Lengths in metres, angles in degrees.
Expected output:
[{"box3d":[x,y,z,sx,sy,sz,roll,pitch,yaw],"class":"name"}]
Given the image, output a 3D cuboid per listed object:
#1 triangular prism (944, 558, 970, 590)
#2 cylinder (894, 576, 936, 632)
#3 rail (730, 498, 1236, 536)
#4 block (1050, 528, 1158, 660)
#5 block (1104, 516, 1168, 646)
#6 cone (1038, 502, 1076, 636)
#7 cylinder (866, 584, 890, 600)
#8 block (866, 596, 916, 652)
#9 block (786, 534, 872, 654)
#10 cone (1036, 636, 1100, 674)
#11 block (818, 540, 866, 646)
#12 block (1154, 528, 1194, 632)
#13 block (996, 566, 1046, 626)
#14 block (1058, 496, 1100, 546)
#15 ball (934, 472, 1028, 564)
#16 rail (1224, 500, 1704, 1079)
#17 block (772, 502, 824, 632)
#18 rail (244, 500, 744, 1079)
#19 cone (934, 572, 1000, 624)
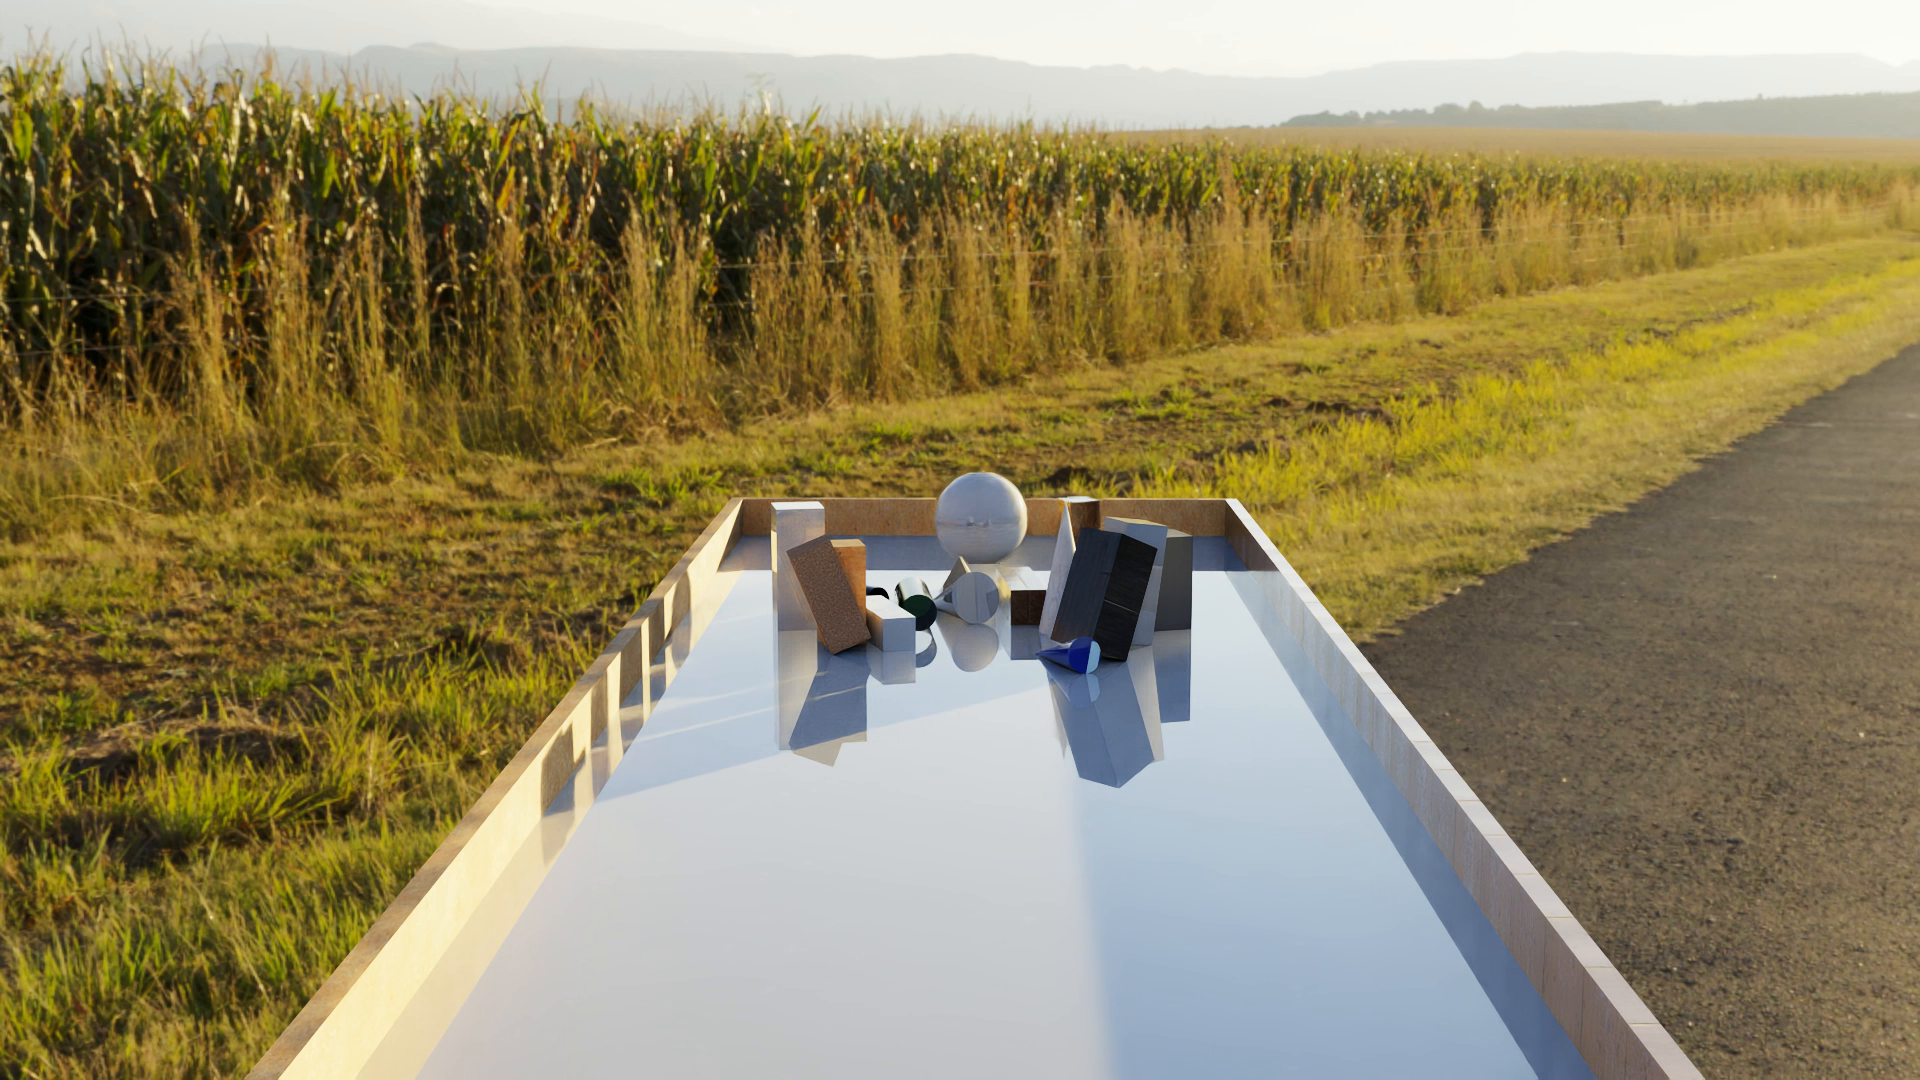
[{"box3d":[0.018,0.148,7.699,0.130,0.112,0.424,-1,9,-4],"class":"triangular prism"},{"box3d":[-0.149,0.210,7.293,0.122,0.122,0.331,-1,9,-5],"class":"cylinder"},{"box3d":[0.099,-0.098,9.147,2.100,0.150,0.050,0,9,1],"class":"rail"},{"box3d":[0.439,0.164,6.710,0.171,0.358,0.171,21,-8,-43],"class":"block"},{"box3d":[0.531,0.128,6.933,0.146,0.379,0.146,5,6,-26],"class":"block"},{"box3d":[0.340,0.080,7.110,0.170,0.436,0.170,0,9,0],"class":"cone"},{"box3d":[-0.395,0.192,7.451,0.109,0.109,0.343,-9,13,-44],"class":"cylinder"},{"box3d":[-0.248,0.264,7.007,0.105,0.105,0.393,-3,9,-18],"class":"block"},{"box3d":[-0.407,0.168,6.811,0.133,0.330,0.133,-24,13,-6],"class":"block"},{"box3d":[0.300,0.346,6.655,0.109,0.109,0.317,-5,0,-27],"class":"cone"},{"box3d":[-0.376,0.165,6.959,0.136,0.314,0.136,-2,10,-12],"class":"block"},{"box3d":[0.654,0.131,7.202,0.161,0.307,0.161,-3,9,-17],"class":"block"},{"box3d":[0.204,0.187,7.452,0.117,0.117,0.447,-1,9,-5],"class":"block"},{"box3d":[0.395,0.066,7.278,0.105,0.408,0.105,-5,11,-20],"class":"block"},{"box3d":[0.080,-0.084,8.404,0.357,0.357,0.357,0,9,0],"class":"ball"},{"box3d":[1.046,0.843,3.208,0.050,0.150,12.000,0,9,1],"class":"rail"},{"box3d":[-0.530,0.085,7.202,0.157,0.399,0.157,-2,9,-11],"class":"block"},{"box3d":[-1.004,0.839,3.234,0.050,0.150,12.000,0,9,1],"class":"rail"},{"box3d":[-0.030,0.206,7.434,0.174,0.174,0.377,-4,-3,-26],"class":"cone"}]
